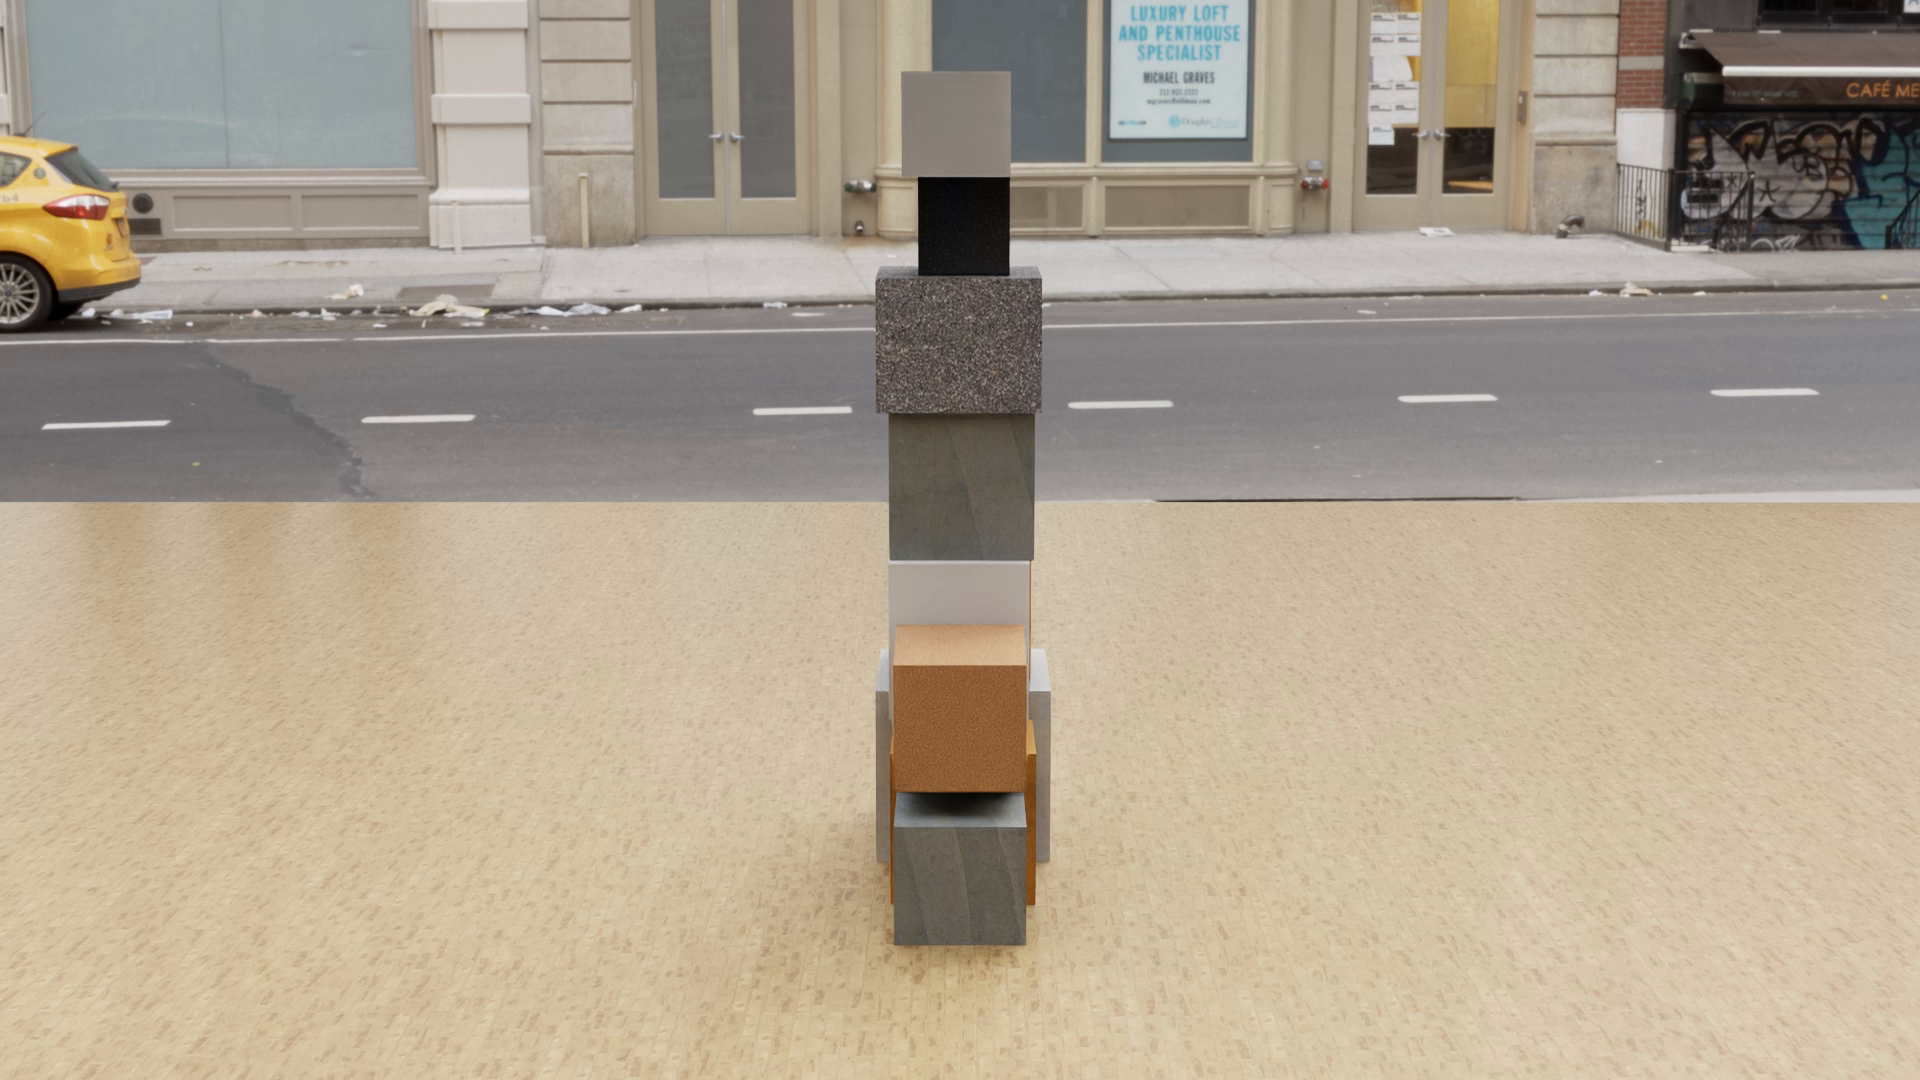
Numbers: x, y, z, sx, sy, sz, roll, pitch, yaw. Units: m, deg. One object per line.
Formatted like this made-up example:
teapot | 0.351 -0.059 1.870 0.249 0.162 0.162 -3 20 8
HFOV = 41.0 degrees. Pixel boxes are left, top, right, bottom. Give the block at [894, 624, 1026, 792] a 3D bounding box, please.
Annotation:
block | 0.000 0.690 10.629 0.537 0.544 0.534 0 16 0

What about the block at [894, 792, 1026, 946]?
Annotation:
block | 0.001 1.362 10.675 0.538 0.501 0.511 0 10 0

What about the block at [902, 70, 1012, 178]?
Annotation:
block | -0.016 -1.762 10.842 0.453 0.432 0.465 0 11 0

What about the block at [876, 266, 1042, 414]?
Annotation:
block | -0.005 -0.868 11.011 0.693 0.563 0.646 0 11 0

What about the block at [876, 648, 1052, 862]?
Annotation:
block | 0.014 0.986 11.937 0.784 0.789 0.857 0 10 0

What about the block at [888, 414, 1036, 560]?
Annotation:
block | 0.008 -0.278 11.123 0.616 0.638 0.560 0 11 0

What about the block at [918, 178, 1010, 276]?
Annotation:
block | 0.017 -1.347 10.921 0.384 0.413 0.356 0 11 0

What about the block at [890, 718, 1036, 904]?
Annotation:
block | 0.013 1.179 11.219 0.620 0.666 0.605 0 10 0

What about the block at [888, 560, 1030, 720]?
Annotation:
block | -0.004 0.371 11.230 0.597 0.677 0.691 0 11 0
